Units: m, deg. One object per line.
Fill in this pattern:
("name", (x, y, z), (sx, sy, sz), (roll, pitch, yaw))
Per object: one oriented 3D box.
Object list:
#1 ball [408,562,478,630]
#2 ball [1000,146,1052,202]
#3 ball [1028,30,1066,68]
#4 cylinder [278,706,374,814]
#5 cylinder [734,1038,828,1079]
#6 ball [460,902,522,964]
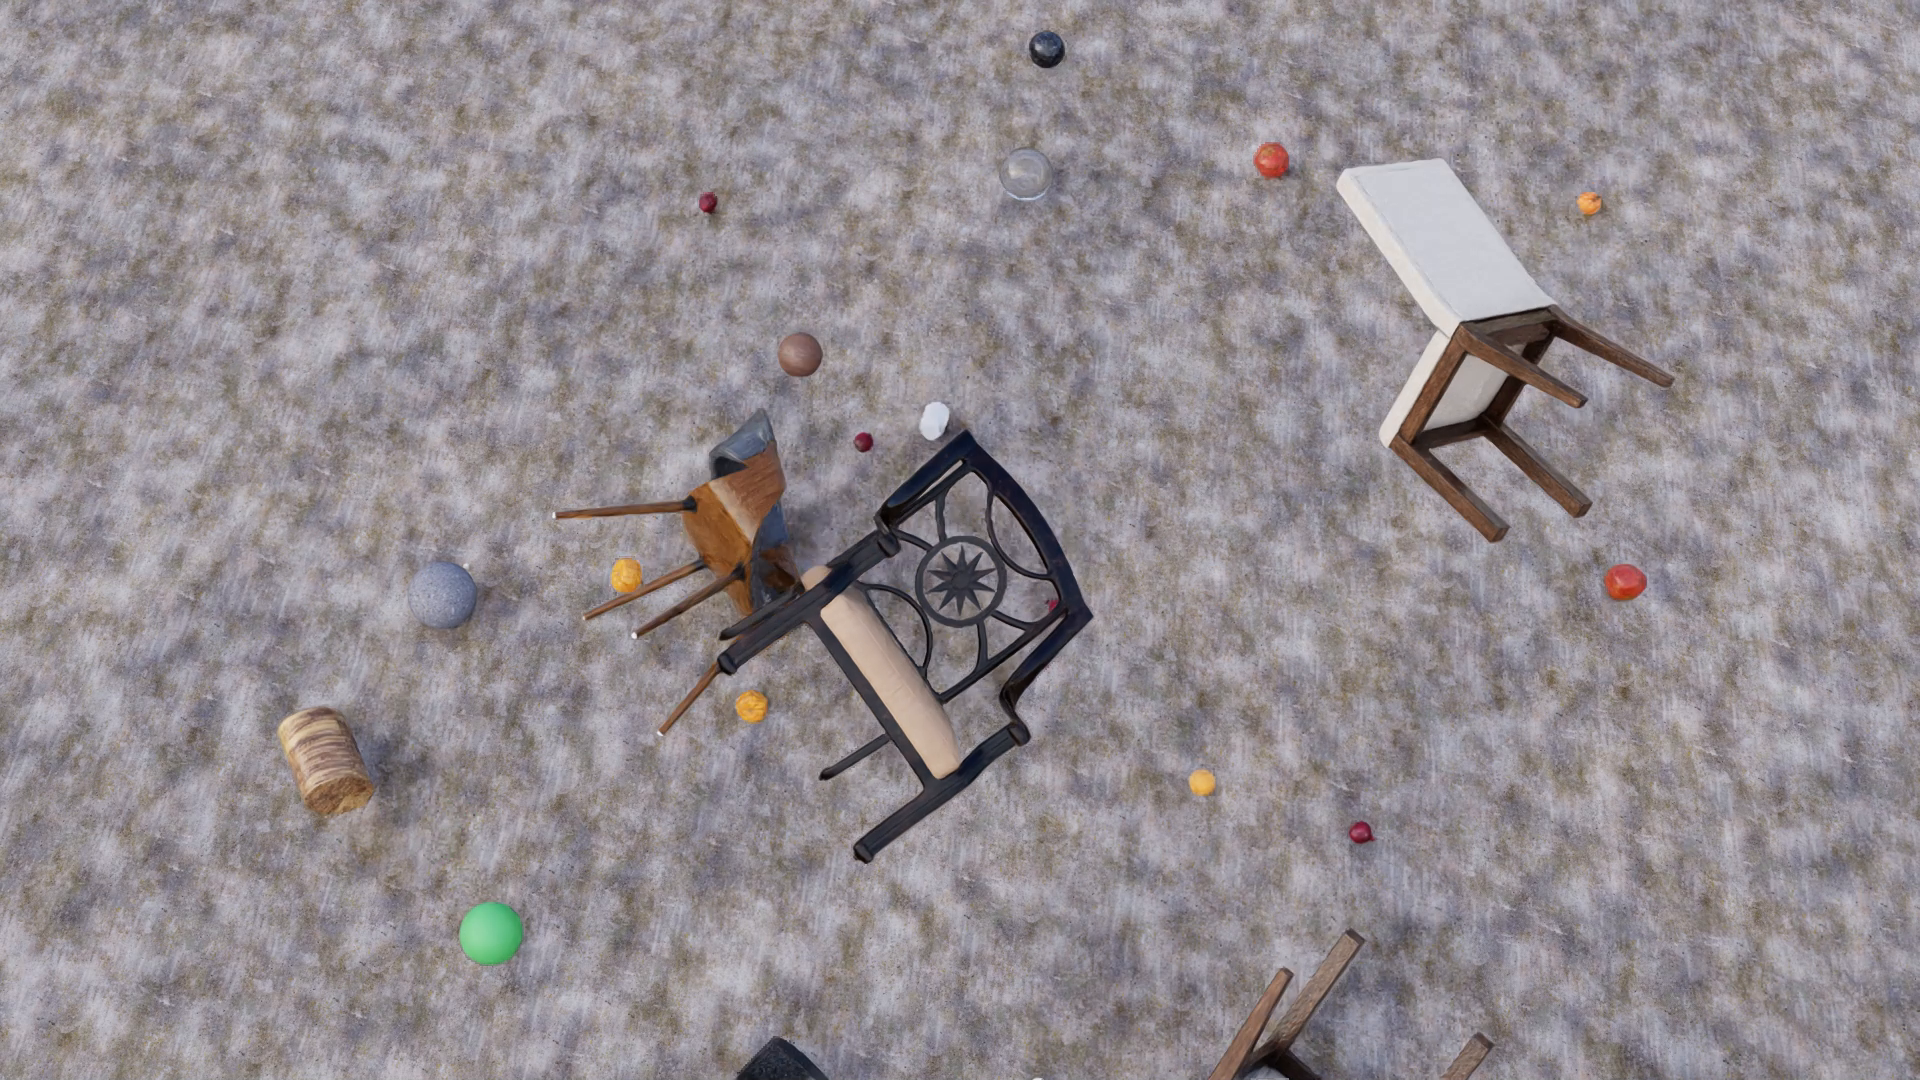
("ball", (-1.495, 0.160, 6.349), (0.196, 0.196, 0.196), (0, 56, 0))
("ball", (0.218, -1.212, 7.280), (0.178, 0.178, 0.178), (0, 56, 0))
("ball", (0.269, -1.518, 6.810), (0.115, 0.115, 0.115), (0, 56, 0))
("cylinder", (-1.744, 0.607, 6.050), (0.164, 0.207, 0.245), (-41, 59, 16))
("cylinder", (-0.476, 1.424, 5.509), (0.235, 0.182, 0.274), (35, 63, 27))
("ball", (-1.233, 1.033, 5.782), (0.163, 0.163, 0.163), (0, 56, 0))
